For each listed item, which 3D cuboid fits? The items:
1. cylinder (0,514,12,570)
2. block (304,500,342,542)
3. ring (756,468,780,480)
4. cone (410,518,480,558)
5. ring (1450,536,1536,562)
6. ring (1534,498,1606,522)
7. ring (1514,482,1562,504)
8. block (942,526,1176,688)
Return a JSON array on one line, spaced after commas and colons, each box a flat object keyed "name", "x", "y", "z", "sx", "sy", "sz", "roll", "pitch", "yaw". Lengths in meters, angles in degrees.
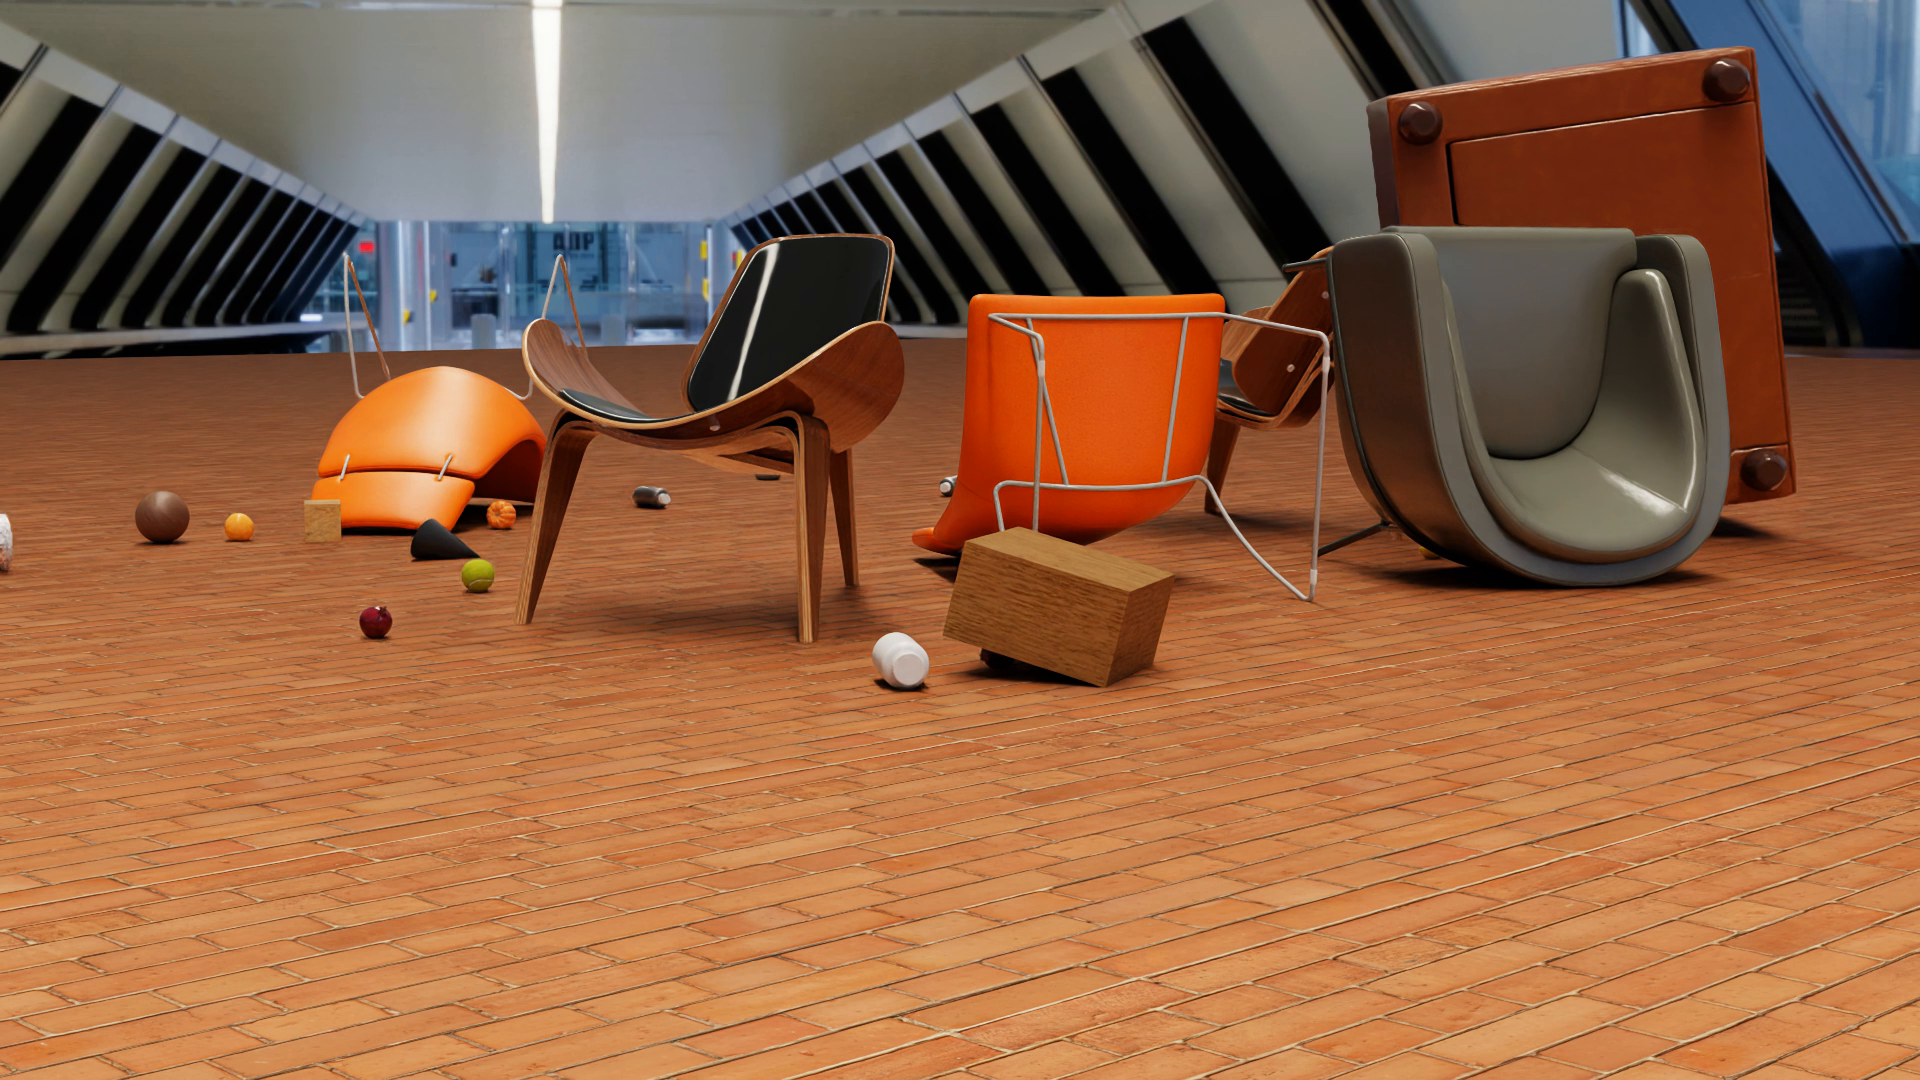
[{"name": "cylinder", "x": -2.242, "y": 0.009, "z": 5.705, "sx": 0.225, "sy": 0.127, "sz": 0.169, "roll": -4, "pitch": 4, "yaw": -31}, {"name": "block", "x": -1.598, "y": -0.049, "z": 6.434, "sx": 0.088, "sy": 0.093, "sz": 0.134, "roll": -1, "pitch": 6, "yaw": -14}, {"name": "ring", "x": -0.623, "y": -0.215, "z": 8.324, "sx": 0.083, "sy": 0.037, "sz": 0.107, "roll": -1, "pitch": 5, "yaw": 4}, {"name": "cone", "x": -1.186, "y": 0.019, "z": 6.006, "sx": 0.144, "sy": 0.096, "sz": 0.206, "roll": 19, "pitch": 6, "yaw": 3}, {"name": "ring", "x": 1.236, "y": 0.021, "z": 5.958, "sx": 0.200, "sy": 0.053, "sz": 0.171, "roll": 1, "pitch": 5, "yaw": 3}, {"name": "ring", "x": 1.645, "y": -0.081, "z": 6.924, "sx": 0.213, "sy": 0.057, "sz": 0.095, "roll": 5, "pitch": 9, "yaw": 44}, {"name": "ring", "x": 1.680, "y": -0.135, "z": 7.457, "sx": 0.125, "sy": 0.056, "sz": 0.217, "roll": 1, "pitch": 6, "yaw": -2}, {"name": "block", "x": 0.167, "y": 0.107, "z": 4.263, "sx": 0.289, "sy": 0.162, "sz": 0.261, "roll": 17, "pitch": 11, "yaw": 19}]
